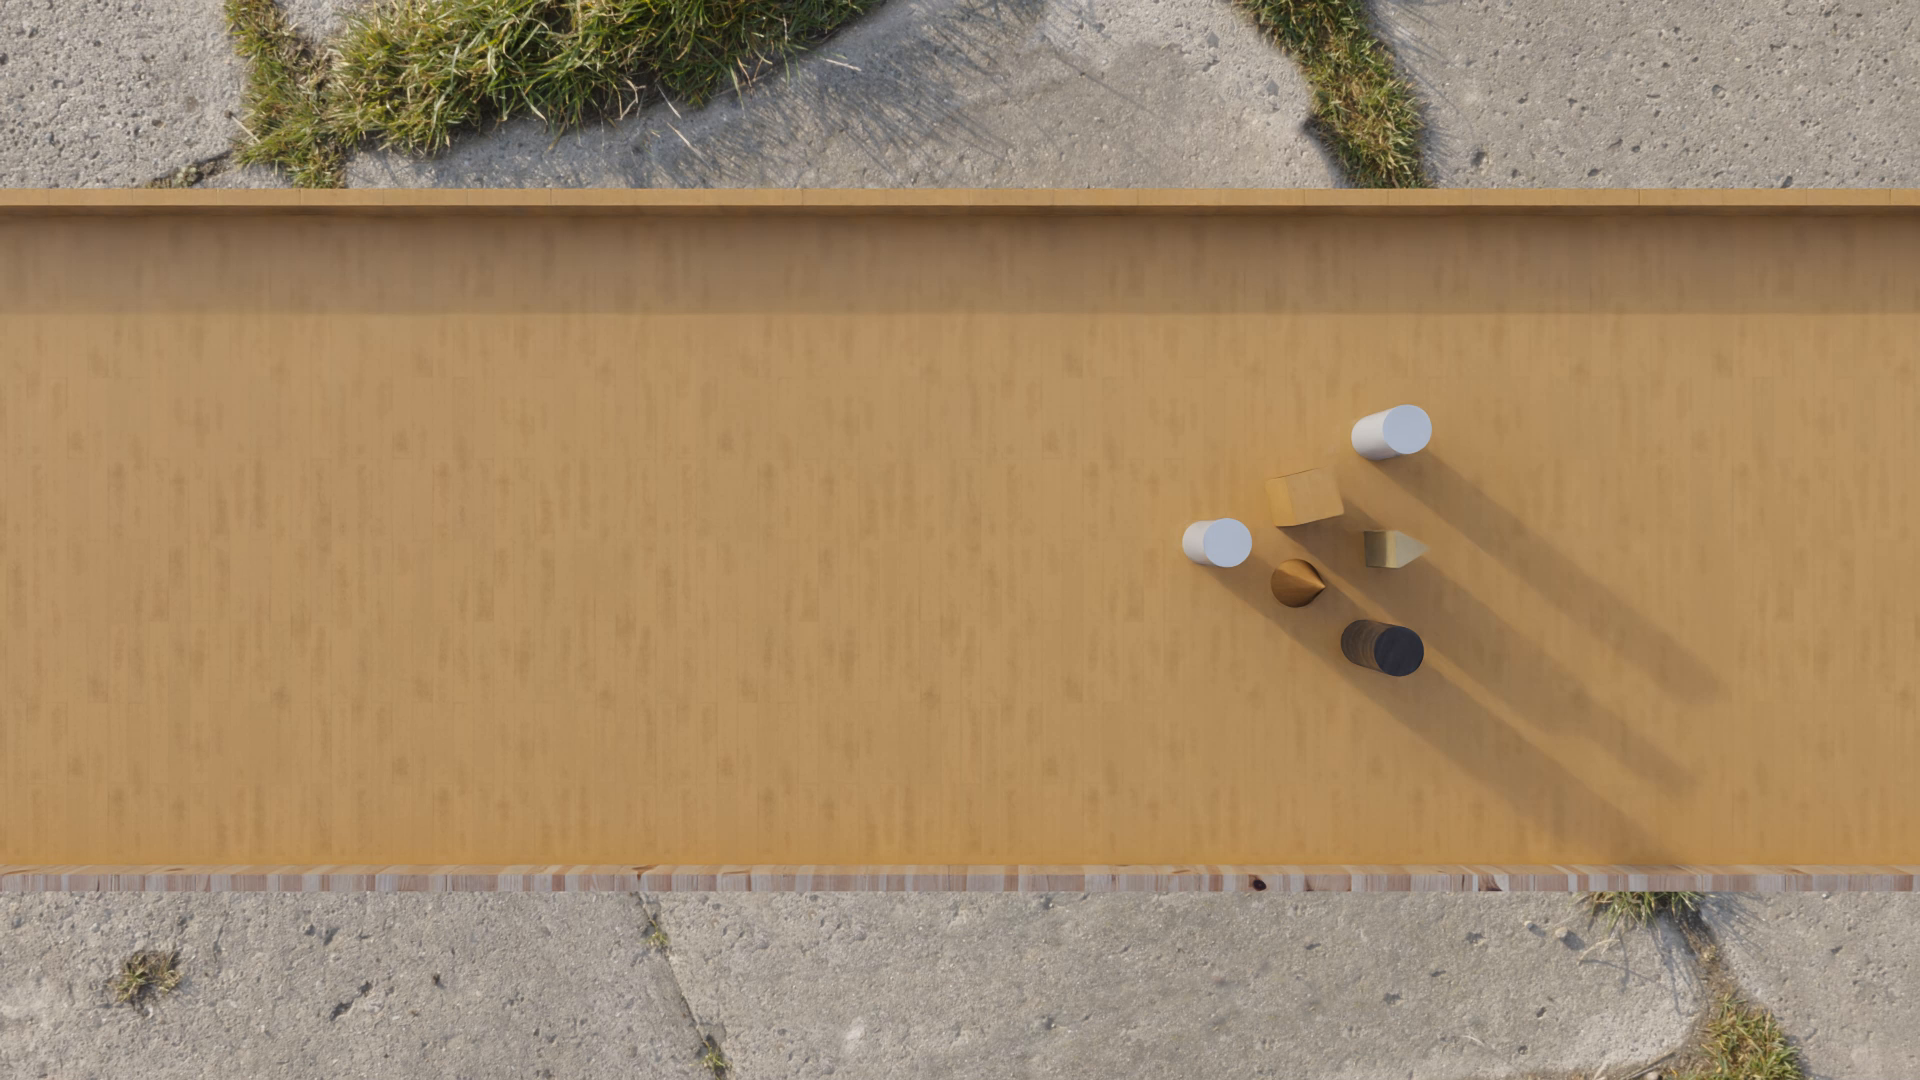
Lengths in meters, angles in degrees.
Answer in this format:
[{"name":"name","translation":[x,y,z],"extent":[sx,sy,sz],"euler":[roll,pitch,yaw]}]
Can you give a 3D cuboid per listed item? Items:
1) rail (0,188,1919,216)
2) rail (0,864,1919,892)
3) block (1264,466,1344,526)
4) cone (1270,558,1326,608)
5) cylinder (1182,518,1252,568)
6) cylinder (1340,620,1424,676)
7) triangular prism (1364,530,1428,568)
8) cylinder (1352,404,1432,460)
[{"name":"rail","translation":[-2.247,-1.025,5.002],"extent":[12.000,0.150,0.050],"euler":[0,90,0]},{"name":"rail","translation":[-2.247,1.025,5.001],"extent":[12.000,0.150,0.050],"euler":[0,90,0]},{"name":"block","translation":[1.022,-0.129,4.917],"extent":[0.144,0.319,0.144],"euler":[-14,90,0]},{"name":"cone","translation":[1.032,0.133,4.866],"extent":[0.151,0.422,0.151],"euler":[0,90,0]},{"name":"cylinder","translation":[0.753,0.008,4.862],"extent":[0.139,0.430,0.139],"euler":[0,90,0]},{"name":"cylinder","translation":[1.243,0.316,4.873],"extent":[0.143,0.406,0.143],"euler":[0,90,0]},{"name":"triangular prism","translation":[1.272,0.013,4.896],"extent":[0.109,0.360,0.094],"euler":[-32,90,0]},{"name":"cylinder","translation":[1.274,-0.316,4.888],"extent":[0.141,0.376,0.141],"euler":[0,90,0]}]
